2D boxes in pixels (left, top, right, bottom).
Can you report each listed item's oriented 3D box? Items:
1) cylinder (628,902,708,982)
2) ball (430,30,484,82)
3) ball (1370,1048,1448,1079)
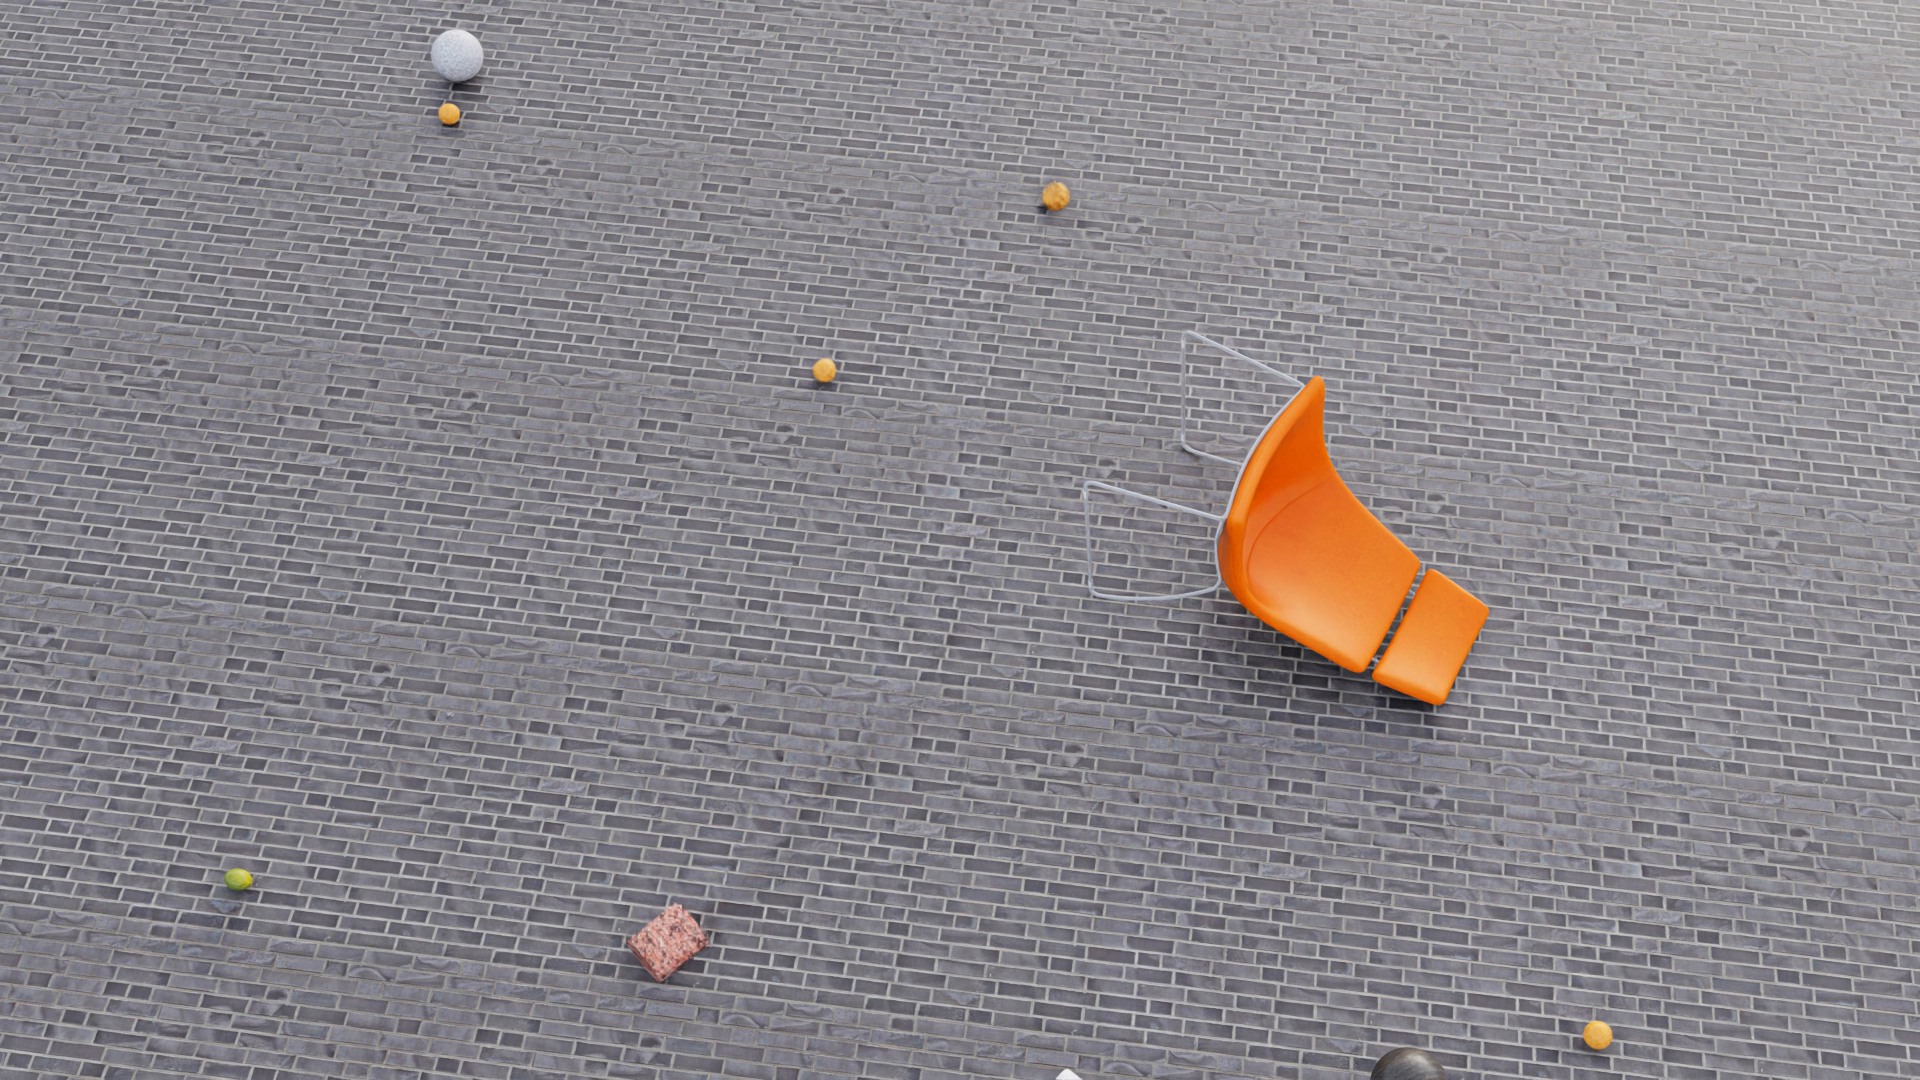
[{"bbox_3d":[-0.771,1.061,5.806,0.163,0.088,0.138,-38,80,-22],"label":"cylinder"},{"bbox_3d":[-1.735,-1.672,7.589,0.177,0.177,0.177,0,56,0],"label":"ball"},{"bbox_3d":[1.130,1.377,5.531,0.197,0.197,0.197,0,56,0],"label":"ball"}]
